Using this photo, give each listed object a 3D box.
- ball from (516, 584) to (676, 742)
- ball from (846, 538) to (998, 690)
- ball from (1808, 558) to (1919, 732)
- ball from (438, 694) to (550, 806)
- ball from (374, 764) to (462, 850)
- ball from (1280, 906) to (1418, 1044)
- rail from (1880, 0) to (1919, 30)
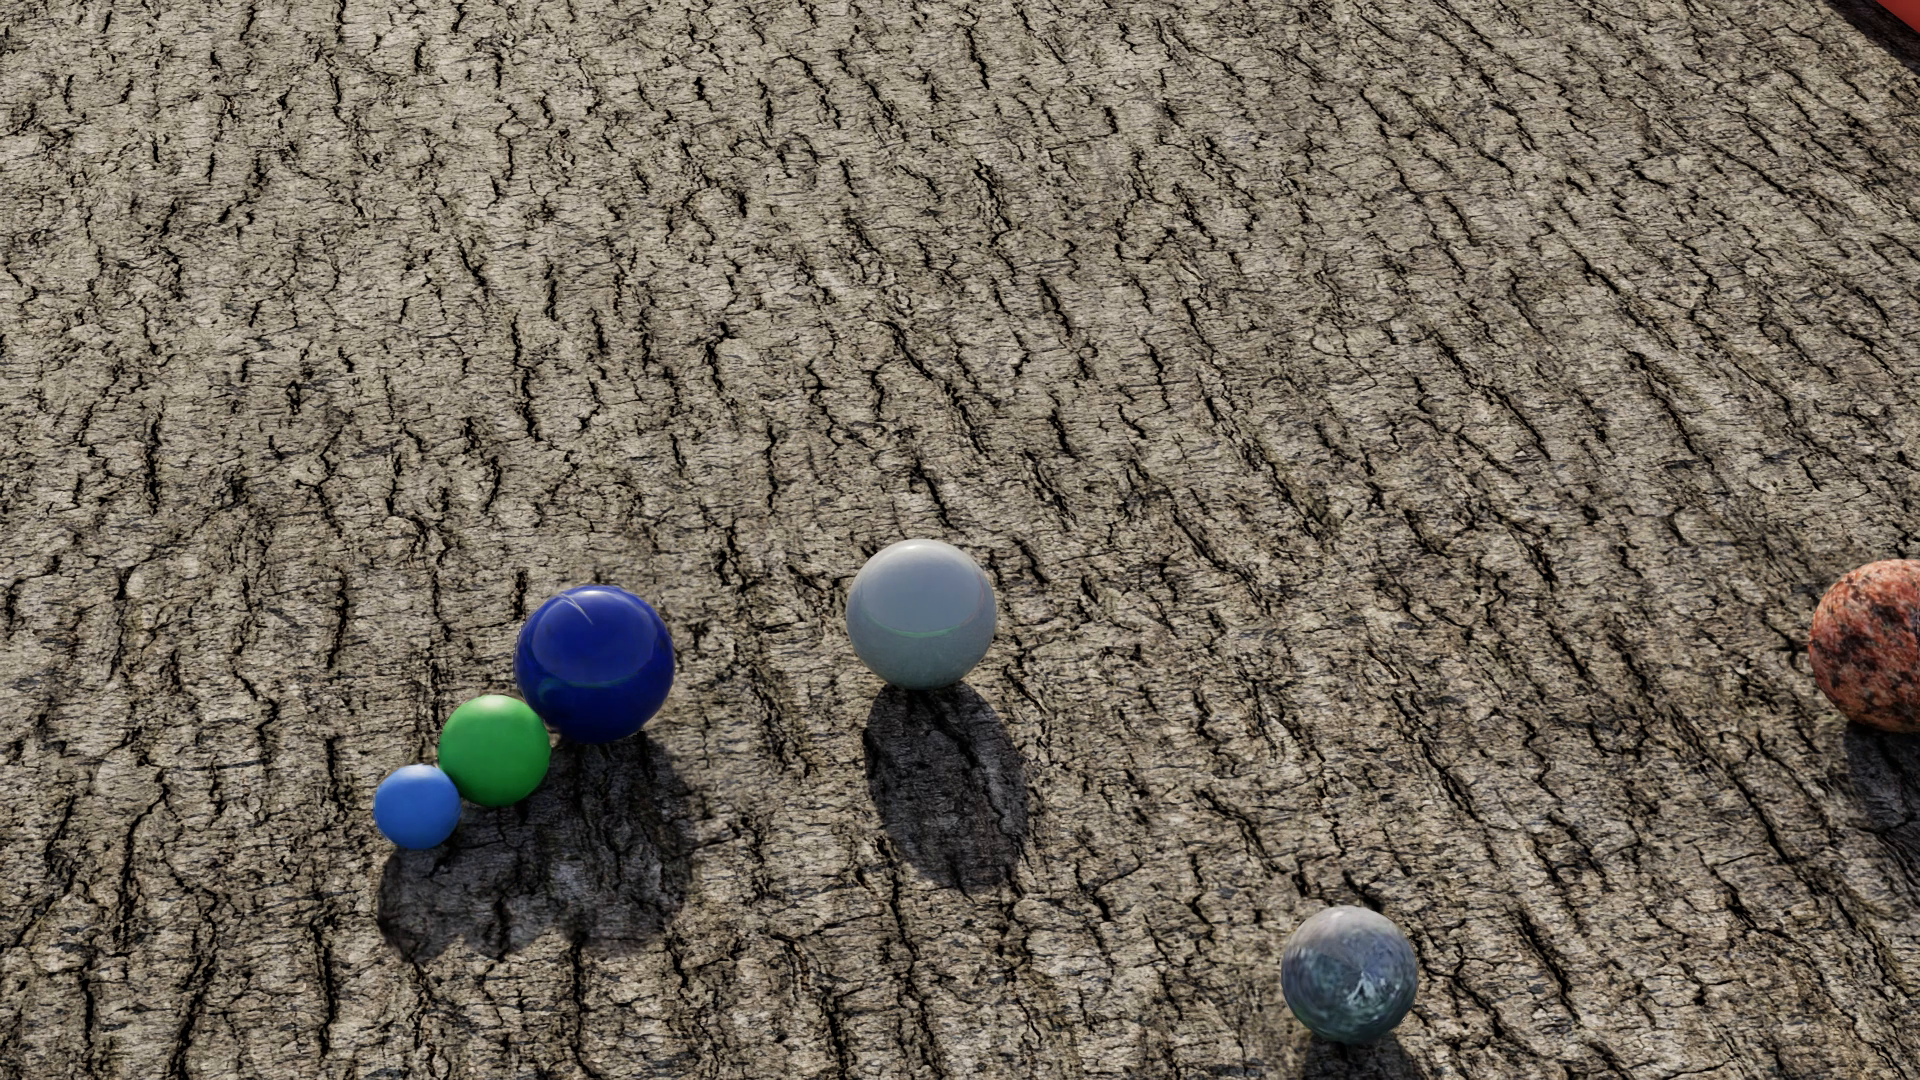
[{"bbox_3d":[-0.196,0.066,1.583,0.086,0.086,0.086,0,30,0],"label":"ball"},{"bbox_3d":[-0.021,0.041,1.628,0.084,0.084,0.084,0,30,0],"label":"ball"},{"bbox_3d":[0.508,0.057,1.590,0.094,0.094,0.094,0,30,0],"label":"ball"},{"bbox_3d":[-0.243,0.110,1.534,0.058,0.058,0.058,0,30,0],"label":"ball"},{"bbox_3d":[-0.277,0.136,1.503,0.044,0.044,0.044,0,30,0],"label":"ball"},{"bbox_3d":[0.181,0.202,1.368,0.063,0.063,0.063,0,30,0],"label":"ball"},{"bbox_3d":[0.782,-0.578,2.671,0.045,0.122,3.852,-5,30,-9],"label":"rail"}]
